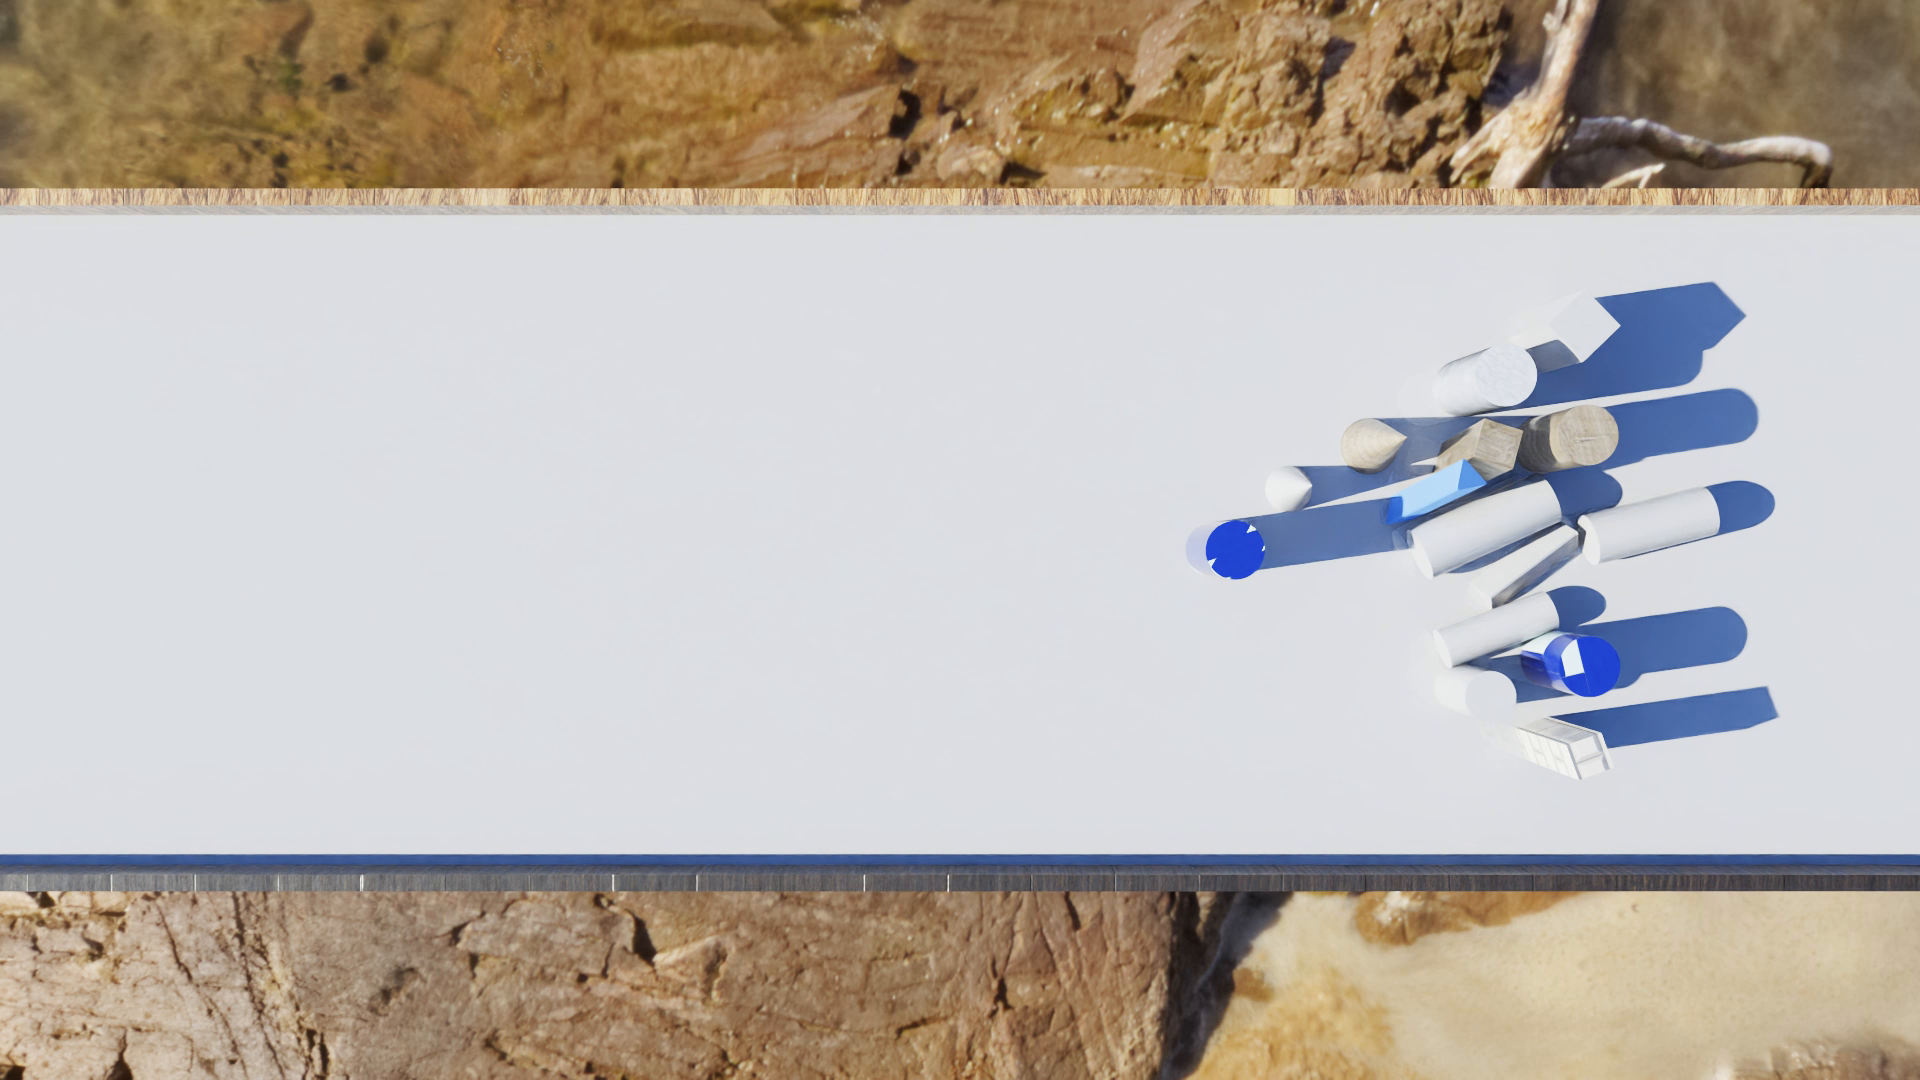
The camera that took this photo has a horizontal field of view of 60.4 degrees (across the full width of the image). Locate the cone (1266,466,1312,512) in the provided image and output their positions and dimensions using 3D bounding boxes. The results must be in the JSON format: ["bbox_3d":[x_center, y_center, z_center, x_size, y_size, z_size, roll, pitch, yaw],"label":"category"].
[{"bbox_3d":[1.012,-0.157,4.907,0.144,0.340,0.144,0,90,0],"label":"cone"}]

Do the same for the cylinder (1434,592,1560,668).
[{"bbox_3d":[1.629,0.272,5.014,0.346,0.124,0.124,-20,90,0],"label":"cylinder"}]

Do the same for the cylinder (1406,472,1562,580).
[{"bbox_3d":[1.584,-0.042,4.995,0.423,0.164,0.164,-24,90,0],"label":"cylinder"}]

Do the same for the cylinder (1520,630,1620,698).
[{"bbox_3d":[1.813,0.365,4.912,0.176,0.329,0.176,0,90,0],"label":"cylinder"}]

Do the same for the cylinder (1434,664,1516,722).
[{"bbox_3d":[1.533,0.453,4.920,0.150,0.312,0.150,0,90,0],"label":"cylinder"}]

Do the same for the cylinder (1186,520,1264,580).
[{"bbox_3d":[0.777,0.029,4.867,0.167,0.419,0.167,0,90,0],"label":"cylinder"}]

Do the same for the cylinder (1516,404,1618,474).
[{"bbox_3d":[1.792,-0.296,4.893,0.175,0.361,0.175,0,88,-1],"label":"cylinder"}]

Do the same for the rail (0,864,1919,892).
[{"bbox_3d":[-2.247,1.025,5.001,12.000,0.150,0.050,0,90,0],"label":"rail"}]

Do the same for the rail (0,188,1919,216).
[{"bbox_3d":[-2.247,-1.025,5.002,12.000,0.150,0.050,0,90,0],"label":"rail"}]

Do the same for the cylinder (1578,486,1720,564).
[{"bbox_3d":[2.084,-0.044,4.999,0.369,0.155,0.155,-14,90,0],"label":"cylinder"}]

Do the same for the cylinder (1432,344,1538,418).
[{"bbox_3d":[1.544,-0.467,4.870,0.177,0.413,0.177,0,90,0],"label":"cylinder"}]

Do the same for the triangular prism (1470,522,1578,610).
[{"bbox_3d":[1.733,0.077,5.025,0.329,0.097,0.112,-37,90,0],"label":"triangular prism"}]

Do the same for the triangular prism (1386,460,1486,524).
[{"bbox_3d":[1.392,-0.144,4.878,0.096,0.406,0.083,-11,80,-18],"label":"triangular prism"}]

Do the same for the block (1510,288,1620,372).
[{"bbox_3d":[1.798,-0.619,4.913,0.149,0.327,0.149,-44,90,0],"label":"block"}]

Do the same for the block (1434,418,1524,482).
[{"bbox_3d":[1.529,-0.251,4.886,0.116,0.368,0.116,18,82,0],"label":"block"}]

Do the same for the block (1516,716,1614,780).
[{"bbox_3d":[1.777,0.611,4.864,0.105,0.425,0.105,-20,90,0],"label":"block"}]

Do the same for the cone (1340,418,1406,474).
[{"bbox_3d":[1.258,-0.289,4.857,0.174,0.440,0.174,0,90,0],"label":"cone"}]
